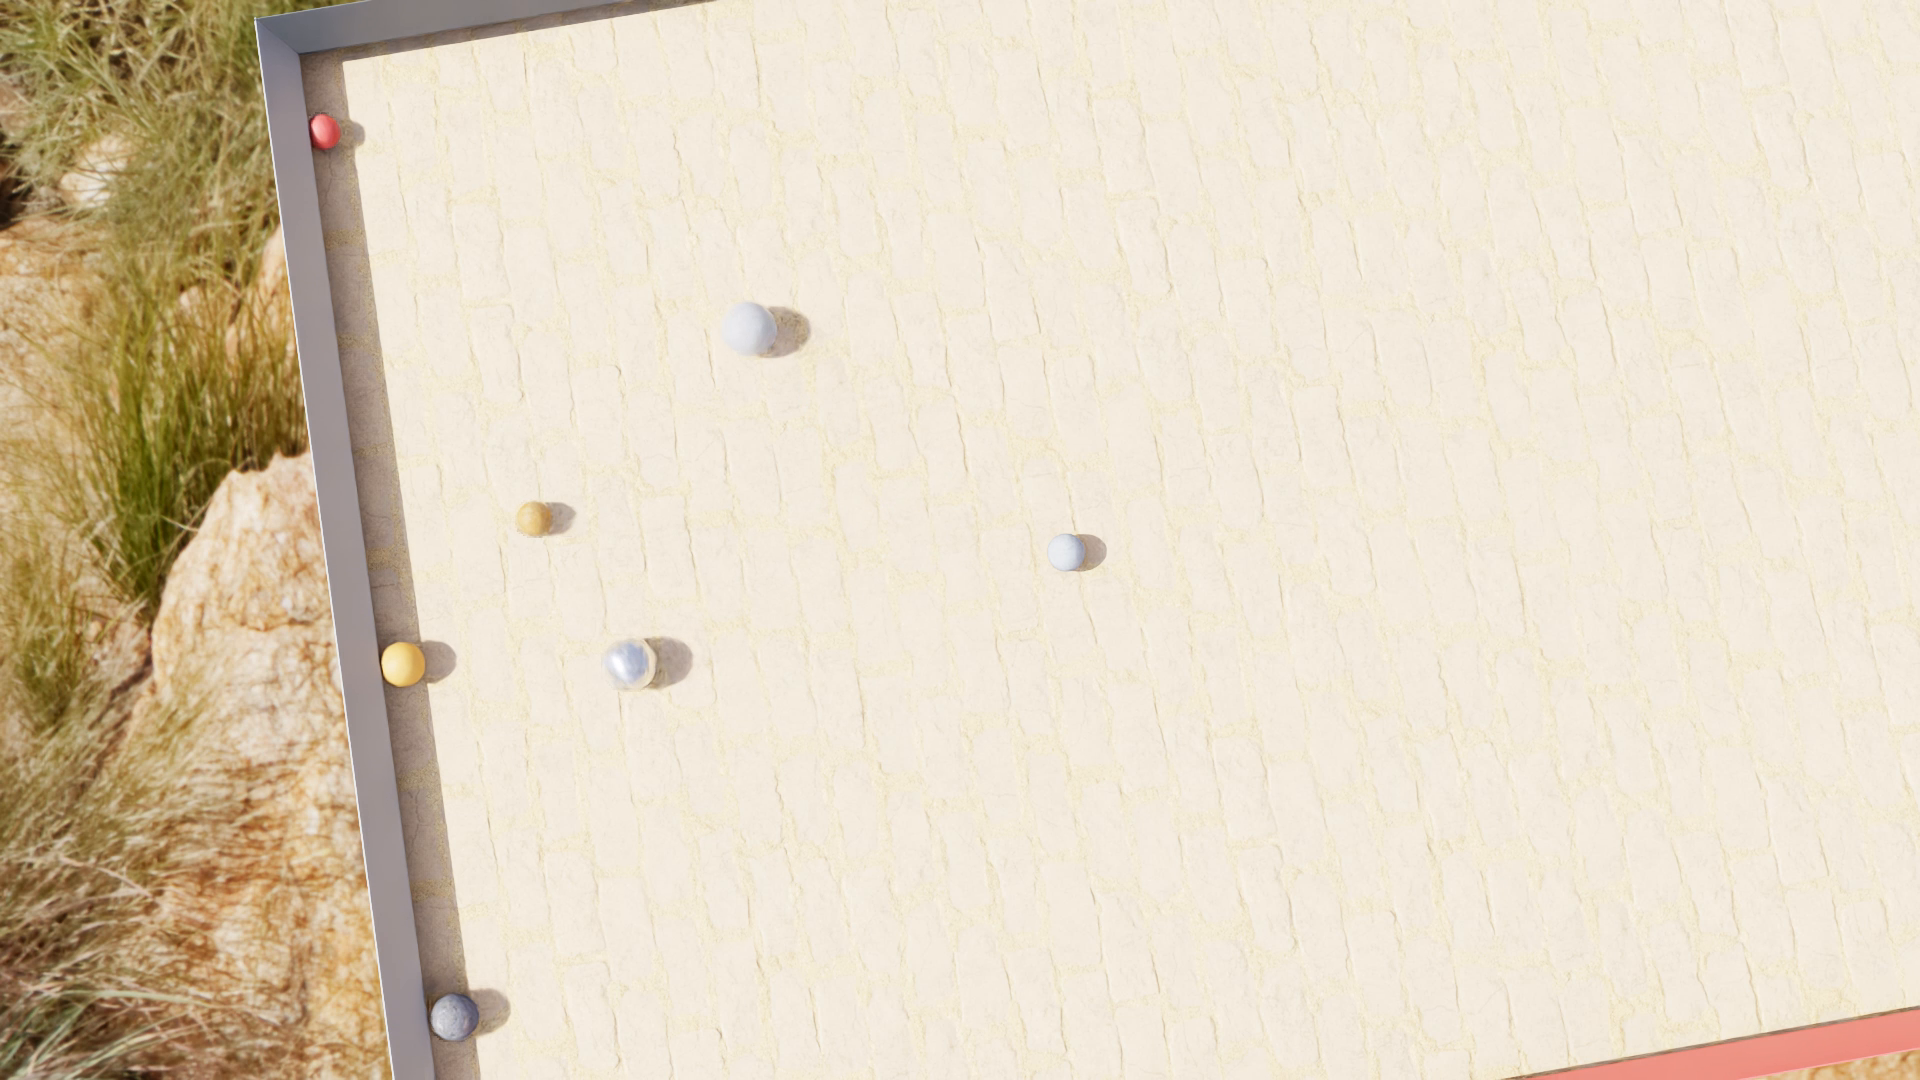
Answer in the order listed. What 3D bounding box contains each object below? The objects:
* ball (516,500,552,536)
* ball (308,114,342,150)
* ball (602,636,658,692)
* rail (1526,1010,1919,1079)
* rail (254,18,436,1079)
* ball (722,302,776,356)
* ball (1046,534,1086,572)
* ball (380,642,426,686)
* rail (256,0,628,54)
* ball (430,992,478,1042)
[{"bbox_3d":[-0.635,-0.032,3.281,0.053,0.053,0.053,0,82,0],"label":"ball"},{"bbox_3d":[-0.975,-0.625,3.367,0.053,0.053,0.053,0,82,0],"label":"ball"},{"bbox_3d":[-0.485,0.182,3.236,0.080,0.080,0.080,0,82,0],"label":"ball"},{"bbox_3d":[1.059,0.749,3.140,3.662,0.106,0.045,-10,82,-1],"label":"rail"},{"bbox_3d":[-0.879,0.146,3.228,0.045,0.106,1.902,-10,82,-1],"label":"rail"},{"bbox_3d":[-0.316,-0.316,3.308,0.082,0.082,0.082,0,82,0],"label":"ball"},{"bbox_3d":[0.158,0.019,3.271,0.057,0.057,0.057,0,82,0],"label":"ball"},{"bbox_3d":[-0.822,0.183,3.243,0.066,0.066,0.066,0,82,0],"label":"ball"},{"bbox_3d":[0.746,-1.061,3.403,3.662,0.106,0.045,-10,82,-1],"label":"rail"},{"bbox_3d":[-0.728,0.687,3.169,0.068,0.068,0.068,0,82,0],"label":"ball"}]
